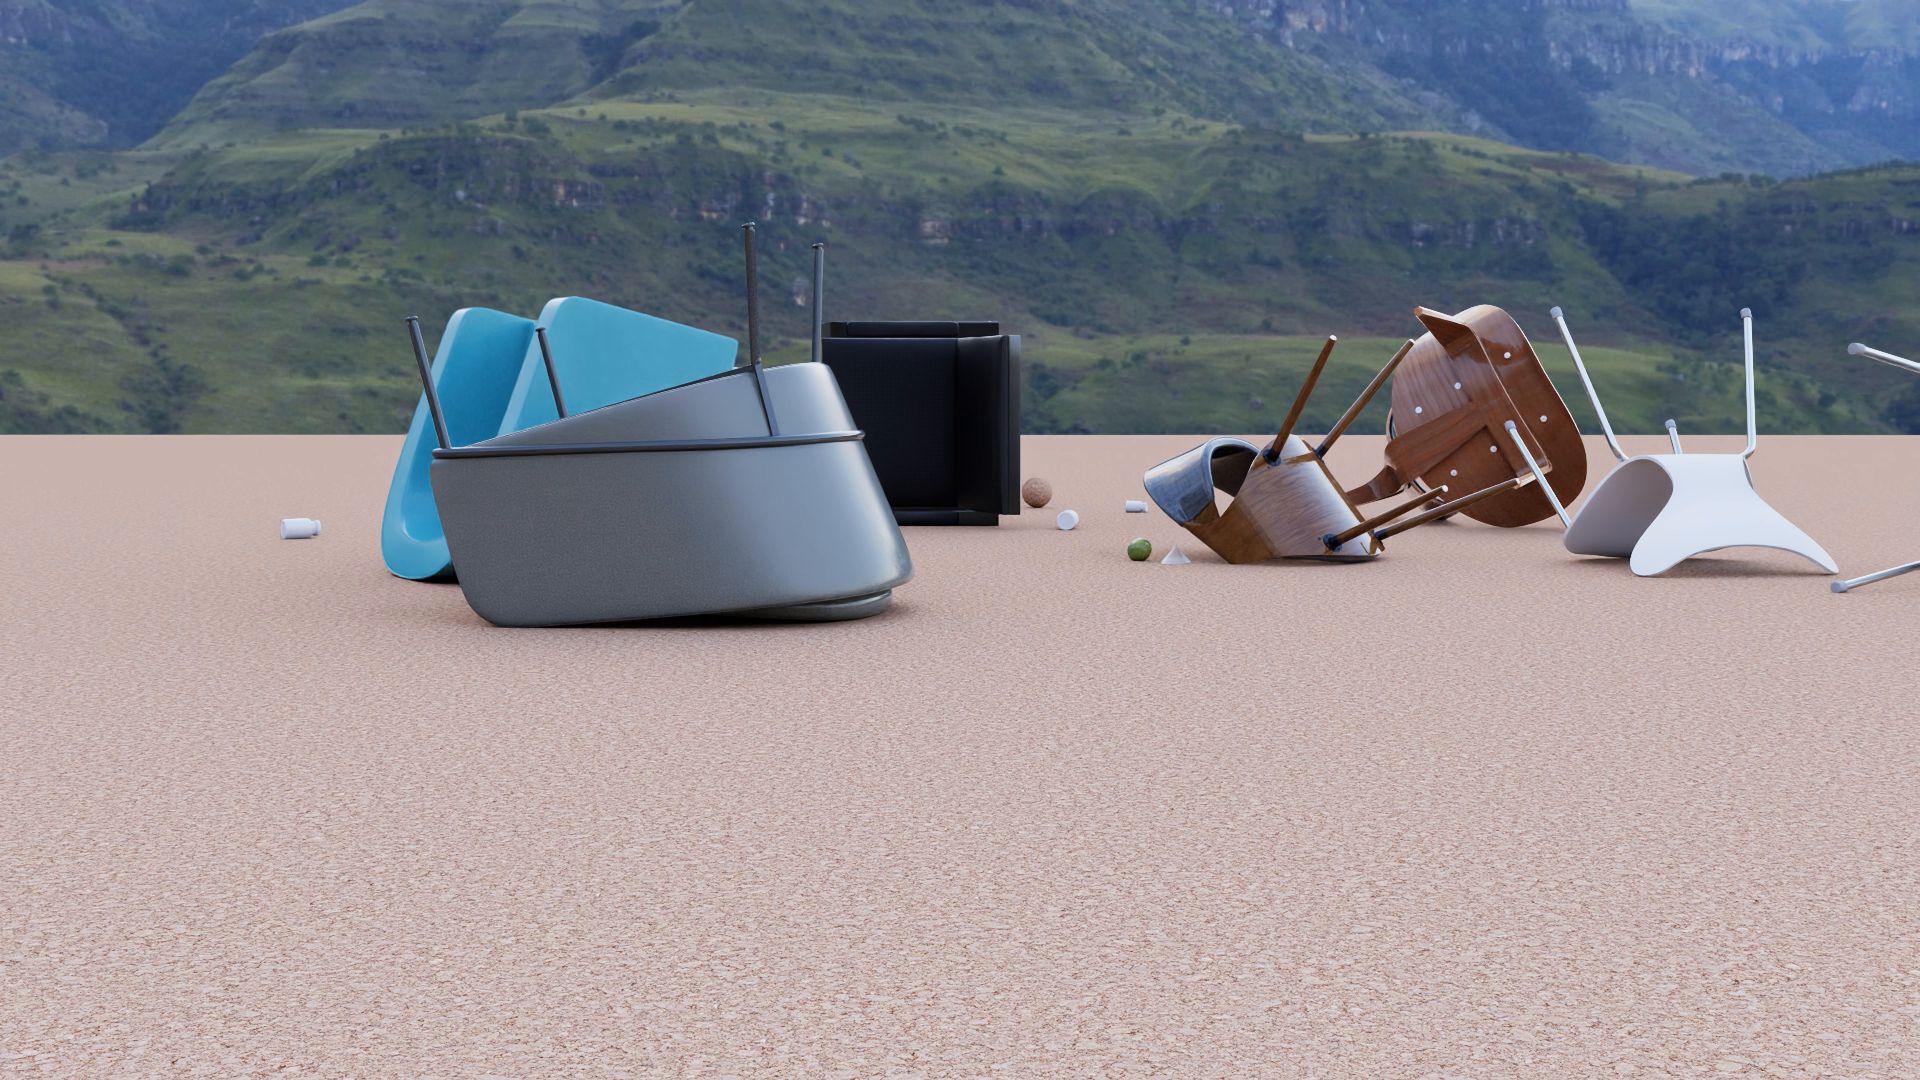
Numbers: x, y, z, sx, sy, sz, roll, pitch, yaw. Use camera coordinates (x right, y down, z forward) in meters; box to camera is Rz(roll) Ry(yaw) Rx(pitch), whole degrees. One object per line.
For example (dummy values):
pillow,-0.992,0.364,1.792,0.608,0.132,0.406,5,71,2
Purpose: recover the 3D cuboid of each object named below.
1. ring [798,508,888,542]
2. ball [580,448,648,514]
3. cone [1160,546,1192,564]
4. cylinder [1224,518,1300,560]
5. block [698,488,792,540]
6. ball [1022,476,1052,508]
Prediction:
ring,-0.352,-0.047,6.623,0.272,0.085,0.352,1,5,3
ball,-1.240,-0.210,7.867,0.239,0.239,0.239,0,4,0
cone,0.557,0.036,5.676,0.077,0.047,0.122,2,4,28
cylinder,0.804,-0.004,5.845,0.187,0.103,0.108,-10,10,-42
block,-0.656,-0.083,6.690,0.255,0.146,0.162,-1,4,-18
ball,0.292,-0.181,8.327,0.118,0.118,0.118,0,4,0
